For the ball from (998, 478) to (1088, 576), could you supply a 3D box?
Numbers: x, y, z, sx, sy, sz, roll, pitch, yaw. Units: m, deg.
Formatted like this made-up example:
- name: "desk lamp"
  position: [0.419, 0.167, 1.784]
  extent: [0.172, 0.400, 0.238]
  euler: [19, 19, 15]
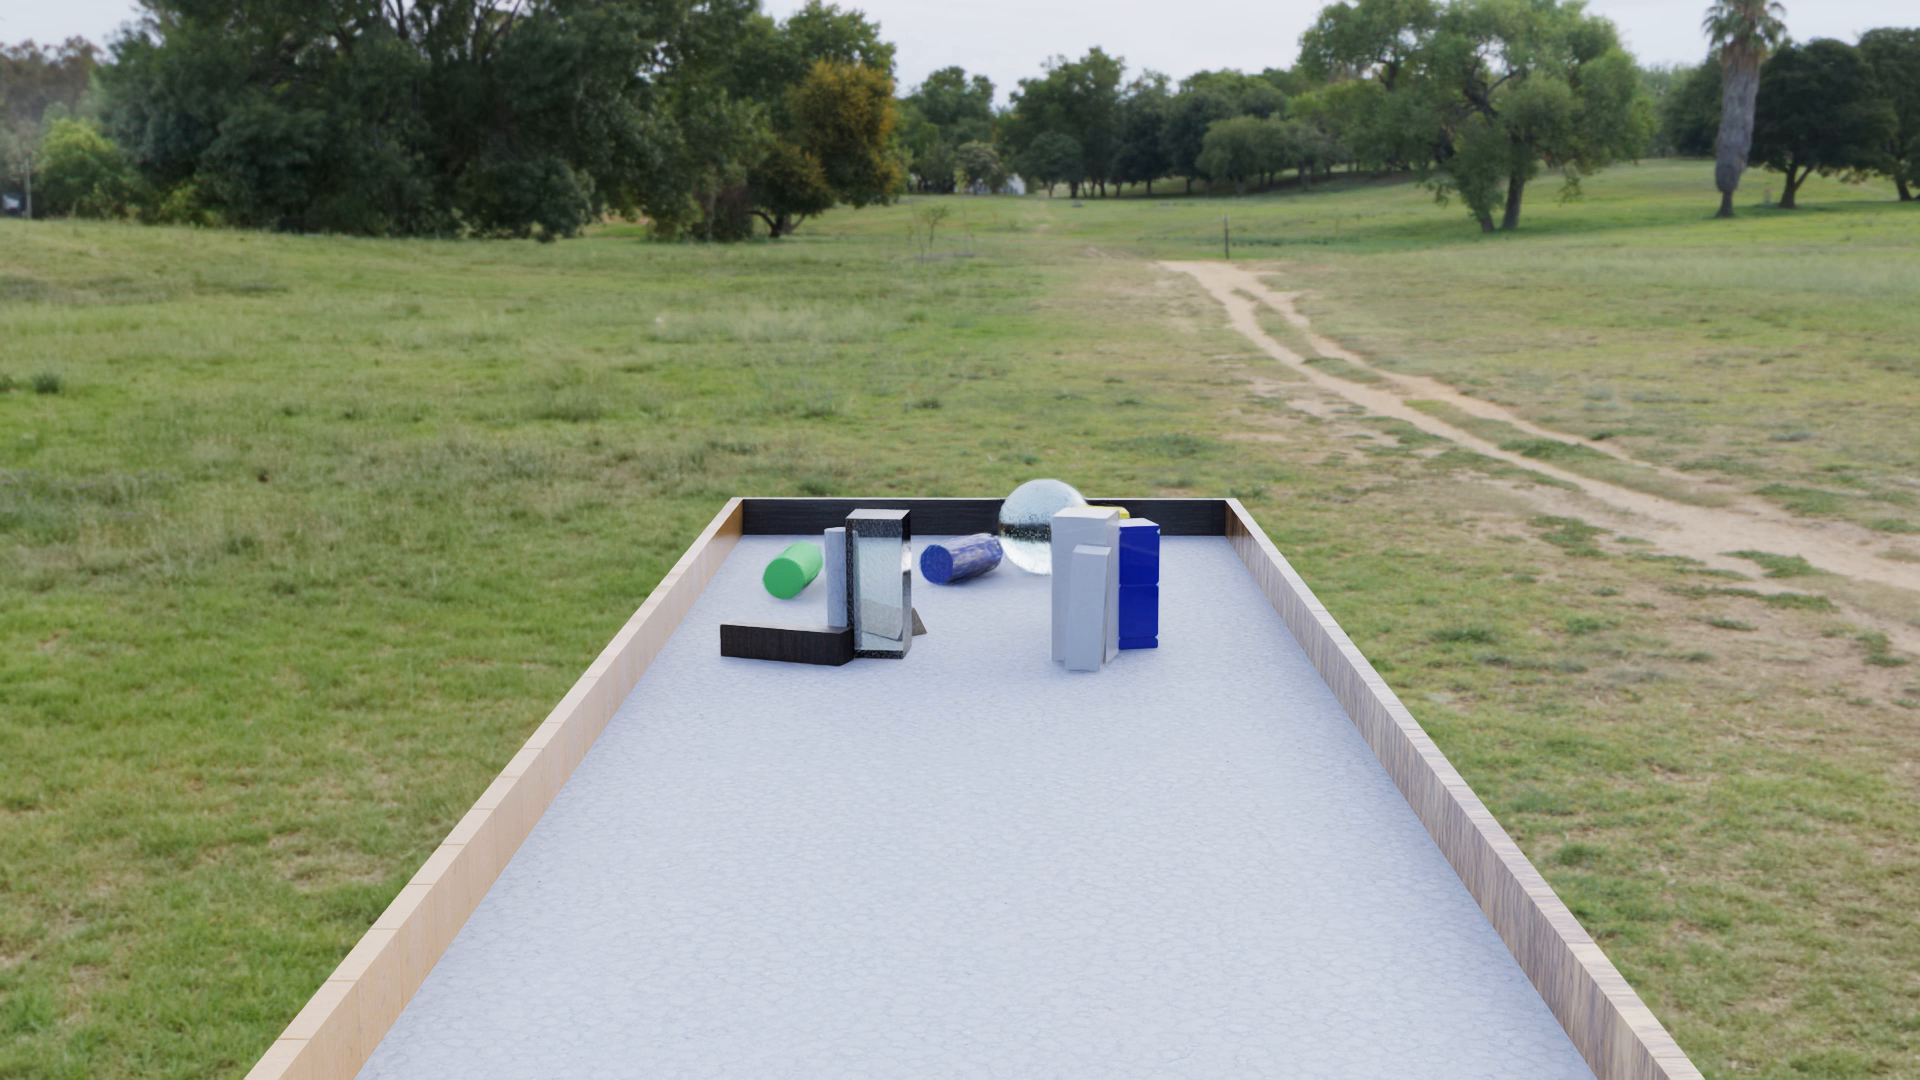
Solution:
- name: "ball"
  position: [0.317, -0.049, 8.173]
  extent: [0.358, 0.358, 0.358]
  euler: [0, 9, 0]

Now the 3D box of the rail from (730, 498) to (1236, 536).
- name: "rail"
  position: [0.099, -0.098, 9.147]
  extent: [2.100, 0.150, 0.050]
  euler: [0, 9, 1]

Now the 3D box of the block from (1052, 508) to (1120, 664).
- name: "block"
  position: [0.382, 0.137, 6.702]
  extent: [0.169, 0.447, 0.169]
  euler: [3, 11, 17]

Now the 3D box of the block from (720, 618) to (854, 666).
- name: "block"
  position: [-0.530, 0.312, 6.722]
  extent: [0.403, 0.100, 0.100]
  euler: [4, 10, 21]

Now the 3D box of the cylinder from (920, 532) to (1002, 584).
- name: "cylinder"
  position: [0.006, 0.067, 8.122]
  extent: [0.145, 0.145, 0.345]
  euler: [6, 11, 31]

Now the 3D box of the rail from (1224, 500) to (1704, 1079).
- name: "rail"
  position: [1.046, 0.843, 3.208]
  extent: [0.050, 0.150, 12.000]
  euler: [0, 9, 1]

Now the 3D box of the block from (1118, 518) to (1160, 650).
- name: "block"
  position: [0.525, 0.137, 6.907]
  extent: [0.157, 0.388, 0.157]
  euler: [-2, 9, -14]

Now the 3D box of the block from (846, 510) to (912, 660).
- name: "block"
  position: [-0.249, 0.134, 6.767]
  extent: [0.172, 0.433, 0.172]
  euler: [1, 10, 8]

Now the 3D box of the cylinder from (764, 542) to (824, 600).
- name: "cylinder"
  position: [-0.594, 0.106, 7.874]
  extent: [0.146, 0.146, 0.377]
  euler: [1, 9, 6]

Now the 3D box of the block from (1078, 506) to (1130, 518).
- name: "block"
  position: [0.467, 0.088, 7.235]
  extent: [0.144, 0.379, 0.144]
  euler: [0, 9, -6]

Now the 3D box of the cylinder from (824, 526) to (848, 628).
- name: "cylinder"
  position: [-0.362, 0.145, 6.923]
  extent: [0.117, 0.361, 0.117]
  euler: [-2, 7, 0]

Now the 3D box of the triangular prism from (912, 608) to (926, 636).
- name: "triangular prism"
  position: [-0.271, 0.235, 7.224]
  extent: [0.105, 0.091, 0.415]
  euler: [-7, 11, -36]

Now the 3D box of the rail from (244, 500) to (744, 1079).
- name: "rail"
  position: [-1.004, 0.839, 3.234]
  extent: [0.050, 0.150, 12.000]
  euler: [0, 9, 1]

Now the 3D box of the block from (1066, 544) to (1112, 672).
- name: "block"
  position: [0.382, 0.203, 6.551]
  extent: [0.103, 0.357, 0.103]
  euler: [5, 14, 9]
